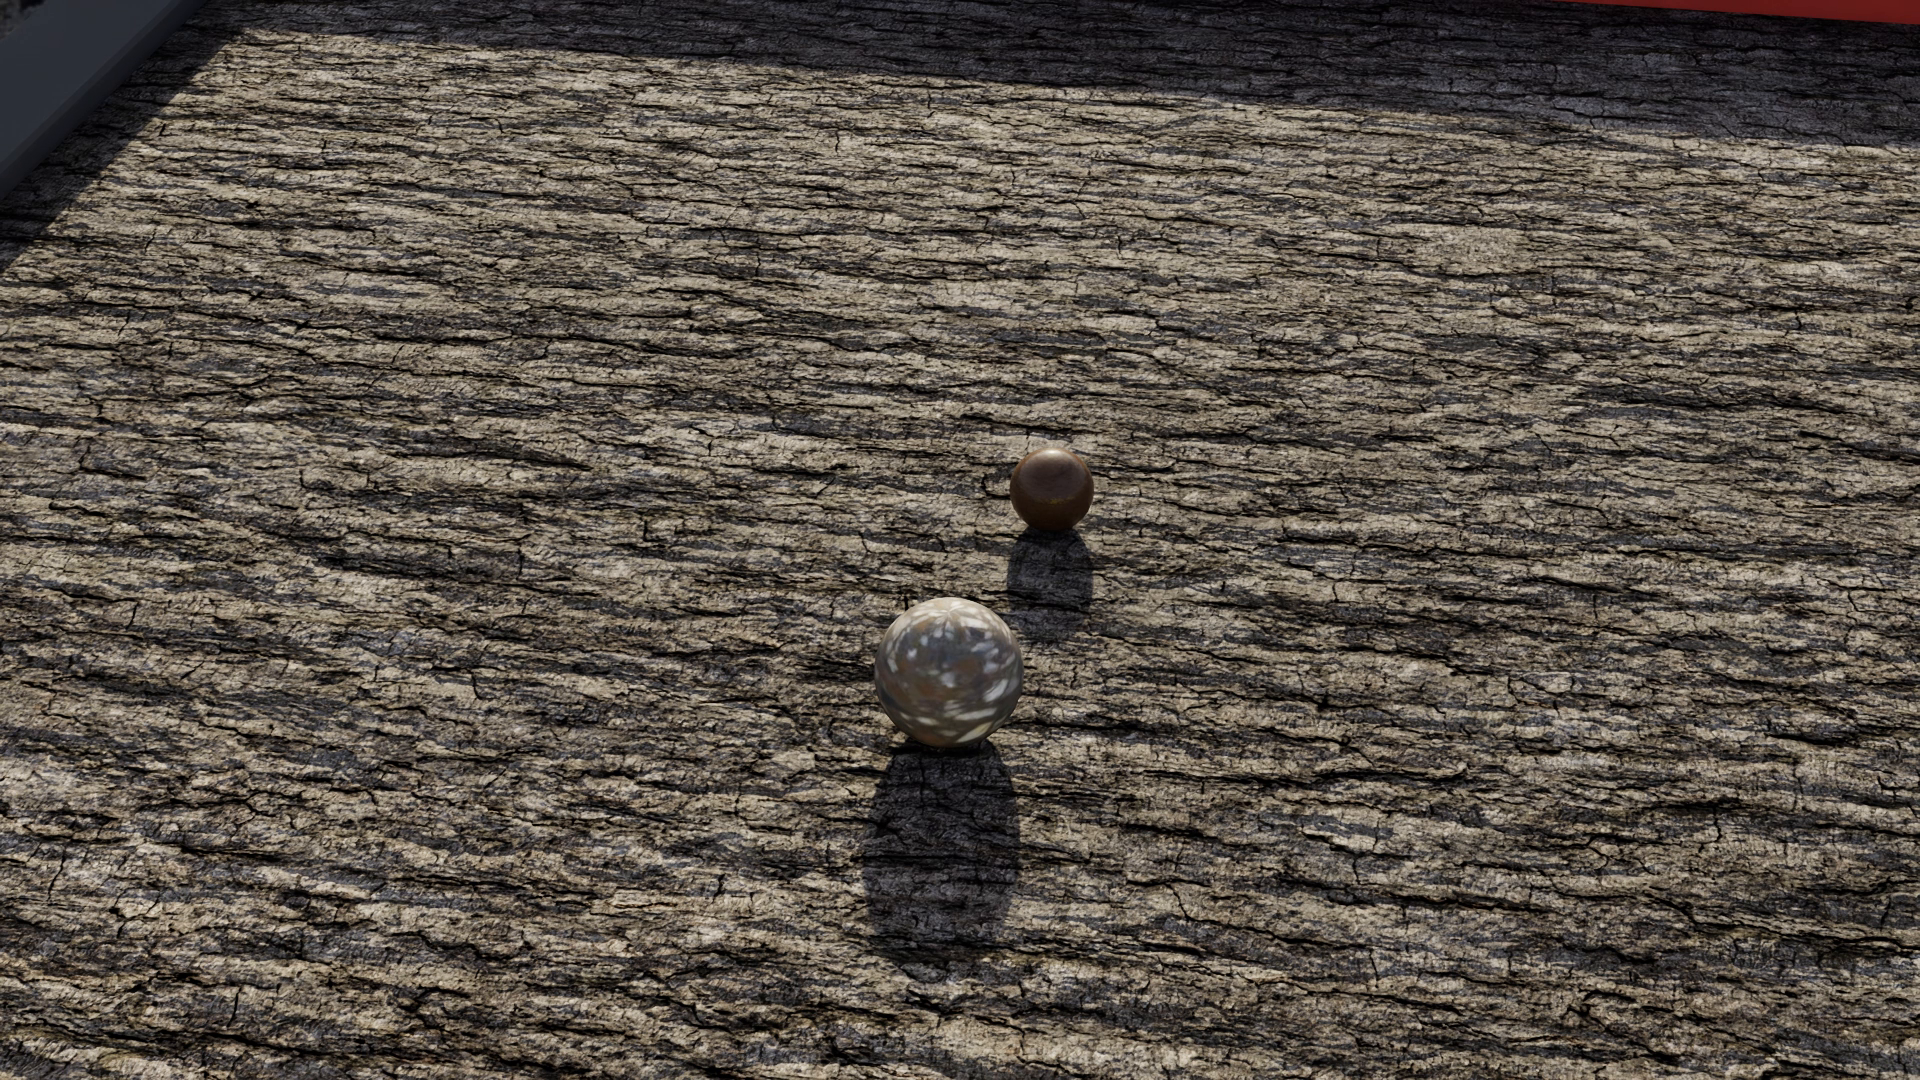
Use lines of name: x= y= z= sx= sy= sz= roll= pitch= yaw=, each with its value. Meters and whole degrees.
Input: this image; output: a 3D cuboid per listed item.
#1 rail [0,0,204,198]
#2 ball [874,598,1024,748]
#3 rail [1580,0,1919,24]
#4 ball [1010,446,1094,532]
rail: x=-0.921 y=-0.113 z=1.935 sx=0.045 sy=0.128 sz=2.270 roll=6 pitch=35 yaw=8
ball: x=-0.007 y=0.087 z=1.676 sx=0.099 sy=0.099 sz=0.099 roll=0 pitch=35 yaw=0
rail: x=1.130 y=-0.560 z=2.574 sx=3.832 sy=0.128 sz=0.045 roll=6 pitch=35 yaw=8
ball: x=0.067 y=-0.037 z=1.885 sx=0.063 sy=0.063 sz=0.063 roll=0 pitch=35 yaw=0
